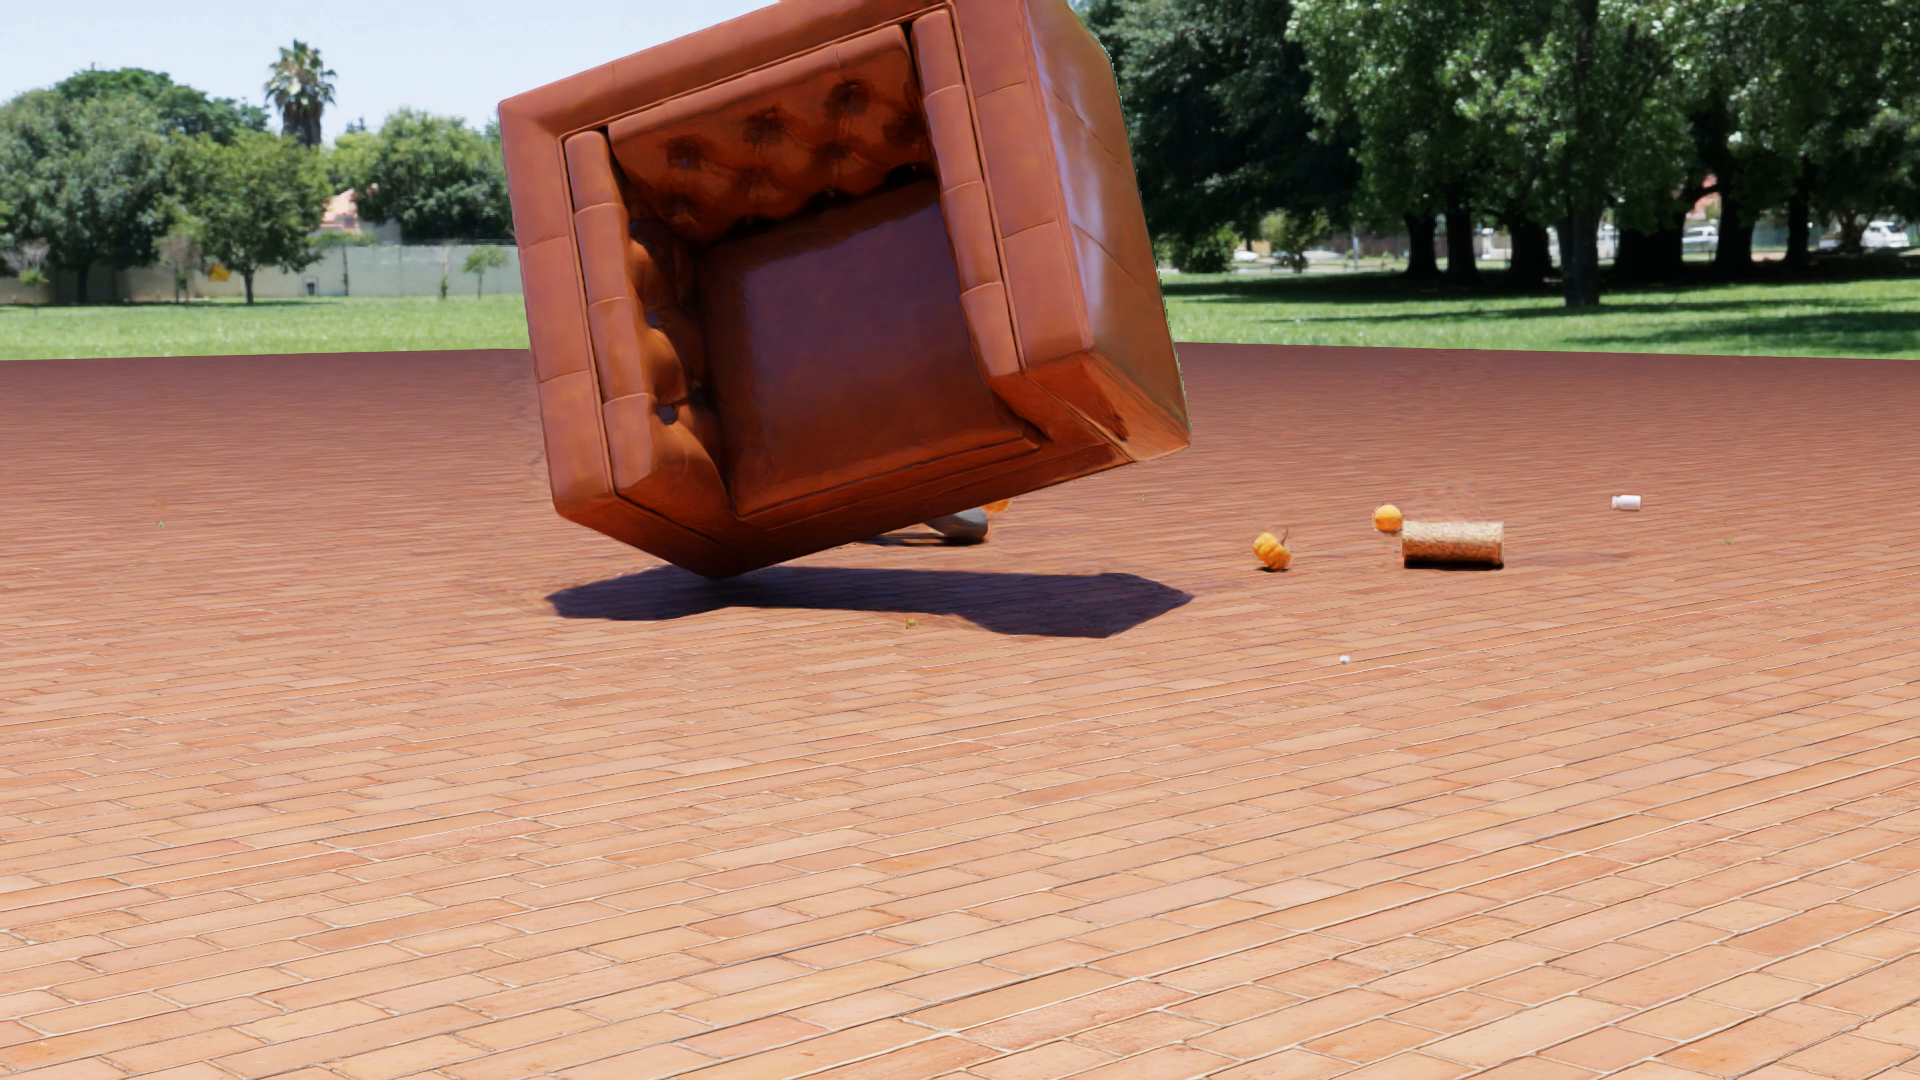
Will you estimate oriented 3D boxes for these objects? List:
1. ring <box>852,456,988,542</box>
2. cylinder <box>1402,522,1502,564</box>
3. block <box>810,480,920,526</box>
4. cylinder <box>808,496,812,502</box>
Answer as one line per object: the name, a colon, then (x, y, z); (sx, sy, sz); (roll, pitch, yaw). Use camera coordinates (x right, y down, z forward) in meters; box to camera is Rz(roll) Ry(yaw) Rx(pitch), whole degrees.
ring: (-0.101, -0.104, 6.386); (0.381, 0.097, 0.343); (28, 2, 17)
cylinder: (1.127, 0.007, 5.859); (0.217, 0.094, 0.235); (1, -2, 13)
block: (-0.243, -0.102, 6.898); (0.284, 0.104, 0.175); (1, 6, 9)
cylinder: (-0.360, -0.117, 7.170); (0.116, 0.062, 0.061); (-2, -9, 7)
